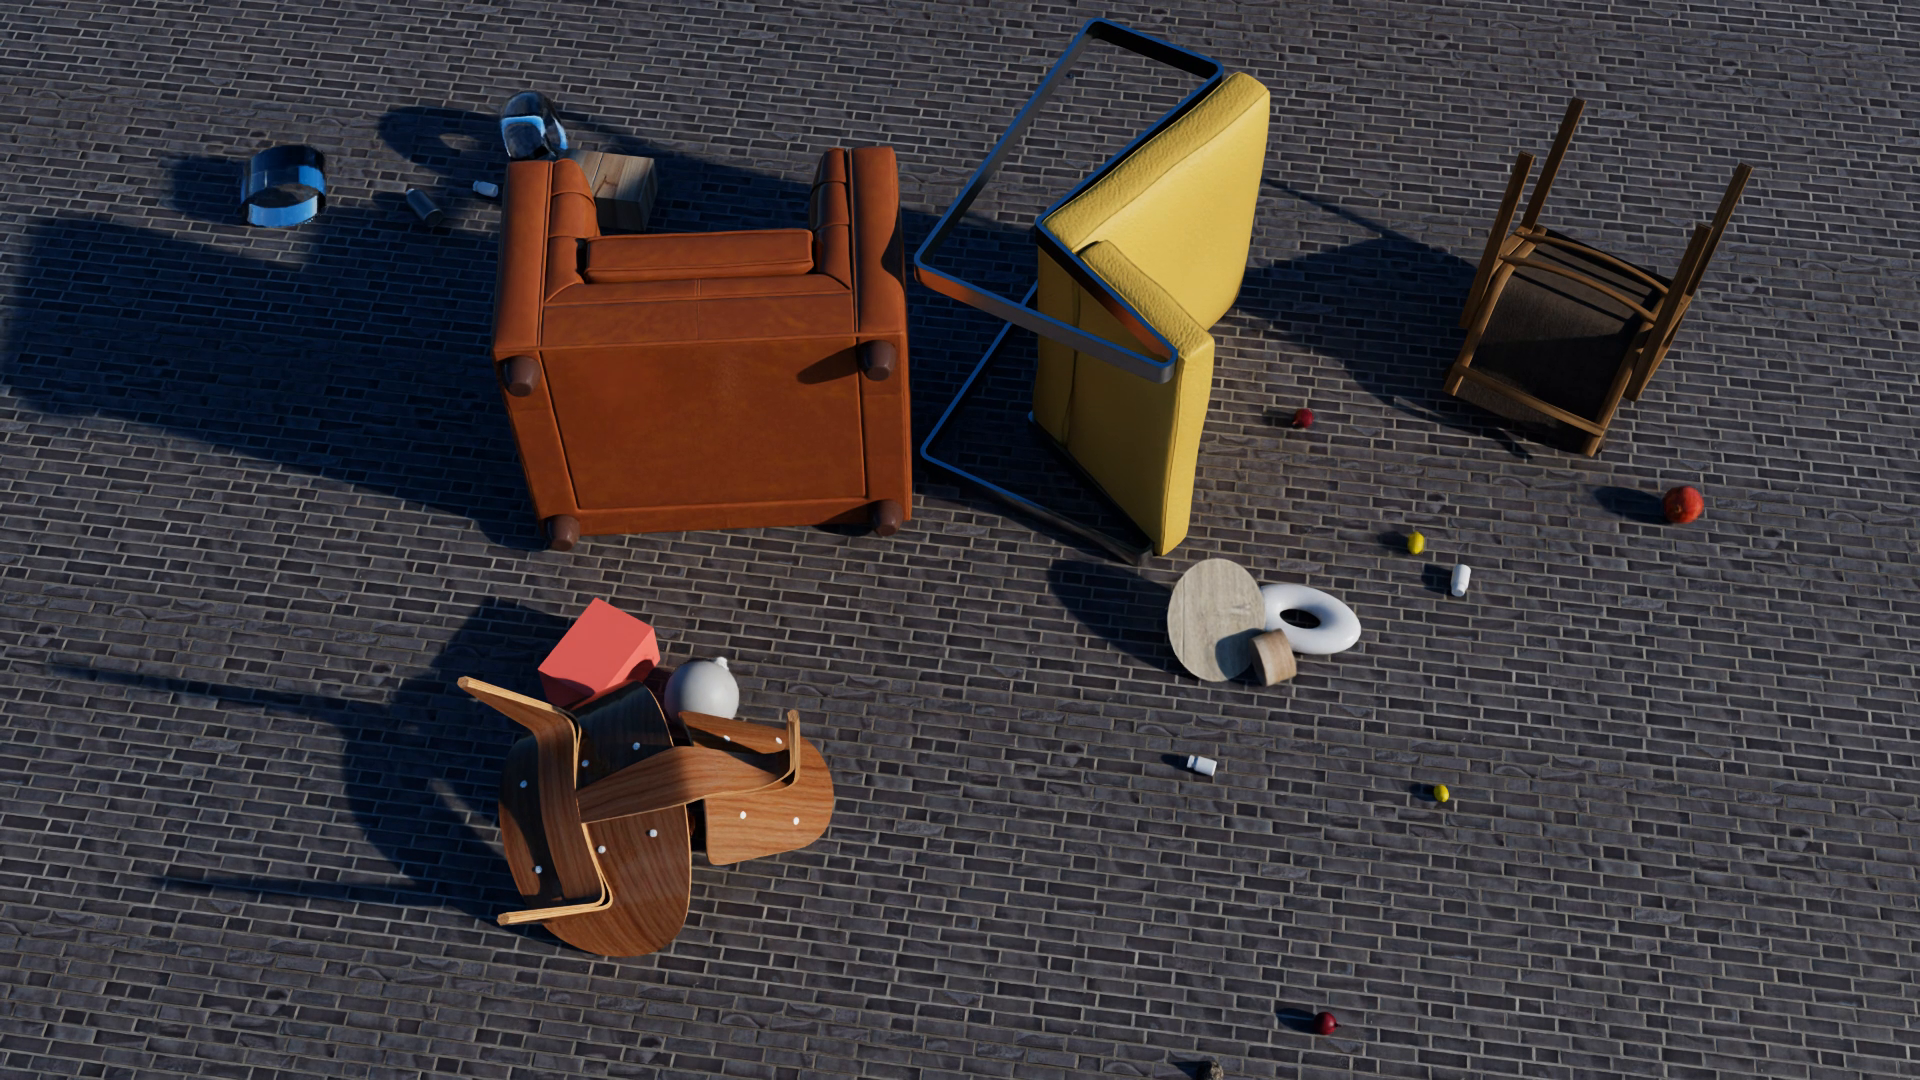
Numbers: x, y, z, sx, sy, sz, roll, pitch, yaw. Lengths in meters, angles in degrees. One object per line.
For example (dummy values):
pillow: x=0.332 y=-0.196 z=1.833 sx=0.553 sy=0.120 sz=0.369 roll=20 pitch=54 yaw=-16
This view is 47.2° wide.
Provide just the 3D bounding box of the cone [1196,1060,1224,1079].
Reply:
cone: x=0.642 y=1.359 z=5.631 sx=0.067 sy=0.050 sz=0.076 roll=26 pitch=60 yaw=17

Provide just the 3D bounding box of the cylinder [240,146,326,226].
cylinder: x=-2.228 y=-1.165 z=7.240 sx=0.286 sy=0.185 sz=0.173 roll=-15 pitch=56 yaw=7

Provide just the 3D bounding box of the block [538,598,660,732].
block: x=-1.020 y=0.352 z=6.232 sx=0.199 sy=0.176 sz=0.276 roll=26 pitch=60 yaw=16

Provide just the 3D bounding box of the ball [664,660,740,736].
ball: x=-0.722 y=0.441 z=6.151 sx=0.210 sy=0.210 sz=0.210 roll=0 pitch=56 yaw=0

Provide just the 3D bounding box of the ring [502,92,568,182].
ring: x=-1.416 y=-1.345 z=7.323 sx=0.145 sy=0.280 sz=0.314 roll=-16 pitch=73 yaw=11

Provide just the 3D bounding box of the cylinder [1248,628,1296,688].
cylinder: x=0.891 y=0.336 z=6.278 sx=0.094 sy=0.092 sz=0.147 roll=-19 pitch=96 yaw=-11

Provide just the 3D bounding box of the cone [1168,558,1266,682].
cone: x=0.723 y=0.230 z=6.359 sx=0.297 sy=0.121 sz=0.353 roll=1 pitch=89 yaw=-12

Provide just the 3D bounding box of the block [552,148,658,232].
block: x=-1.171 y=-1.157 z=7.265 sx=0.298 sy=0.141 sz=0.195 roll=7 pitch=56 yaw=5

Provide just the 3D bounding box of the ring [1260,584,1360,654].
ring: x=0.986 y=0.229 z=6.378 sx=0.358 sy=0.072 sz=0.218 roll=14 pitch=57 yaw=10
